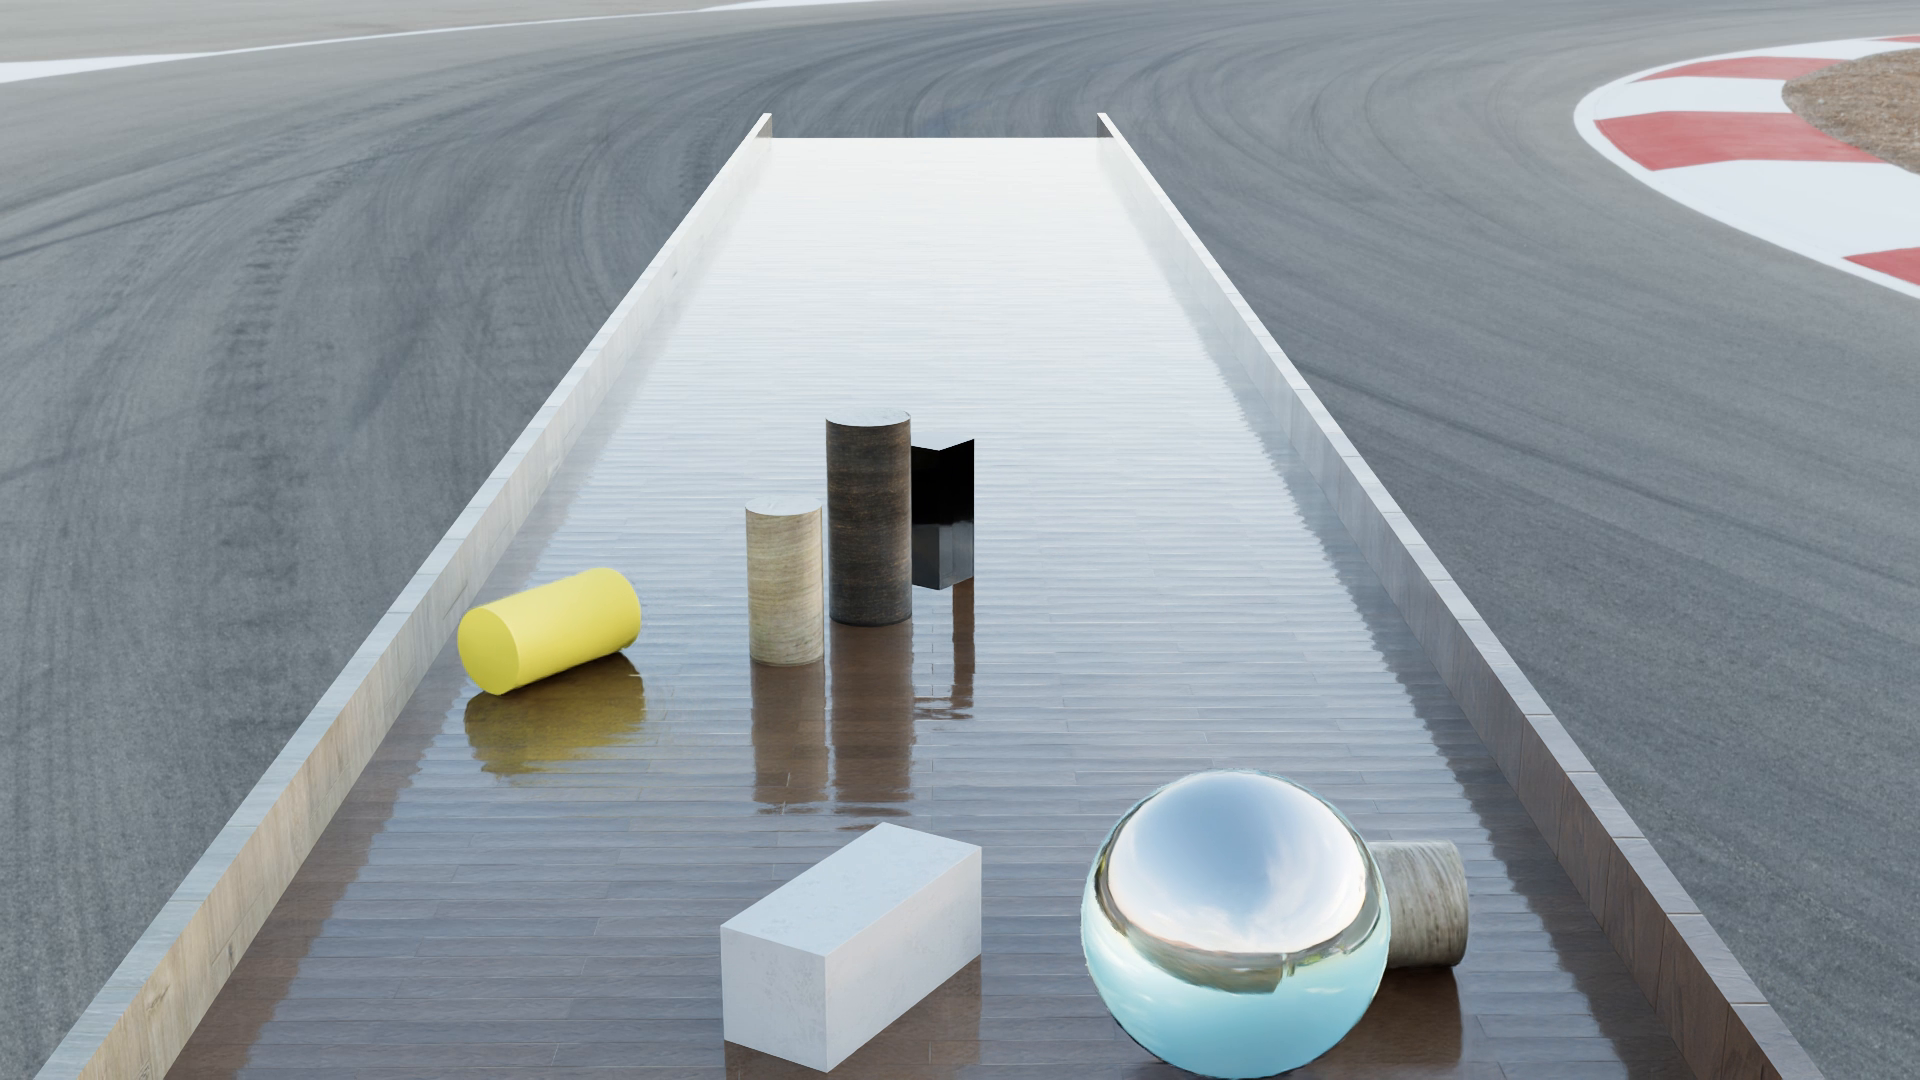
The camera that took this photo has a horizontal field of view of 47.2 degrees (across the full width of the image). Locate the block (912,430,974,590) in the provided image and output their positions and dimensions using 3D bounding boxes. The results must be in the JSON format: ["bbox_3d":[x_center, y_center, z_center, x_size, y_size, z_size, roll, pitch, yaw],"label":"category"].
[{"bbox_3d":[-0.060,-0.067,4.893,0.132,0.319,0.132,12,20,34],"label":"block"}]

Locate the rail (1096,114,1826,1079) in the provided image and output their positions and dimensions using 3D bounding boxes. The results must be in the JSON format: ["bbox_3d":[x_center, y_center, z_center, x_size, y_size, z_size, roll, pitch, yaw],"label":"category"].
[{"bbox_3d":[0.932,-0.844,7.801,0.050,0.150,12.000,0,17,-1],"label":"rail"}]

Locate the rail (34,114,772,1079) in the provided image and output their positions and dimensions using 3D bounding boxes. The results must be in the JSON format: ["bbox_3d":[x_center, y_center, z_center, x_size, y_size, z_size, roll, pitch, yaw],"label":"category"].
[{"bbox_3d":[-1.118,-0.838,7.780,0.050,0.150,12.000,0,17,-1],"label":"rail"}]

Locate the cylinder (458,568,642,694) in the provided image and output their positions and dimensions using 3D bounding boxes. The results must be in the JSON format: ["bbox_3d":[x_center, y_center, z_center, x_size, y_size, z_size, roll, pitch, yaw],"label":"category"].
[{"bbox_3d":[-0.805,0.176,4.333,0.172,0.172,0.326,12,20,35],"label":"cylinder"}]

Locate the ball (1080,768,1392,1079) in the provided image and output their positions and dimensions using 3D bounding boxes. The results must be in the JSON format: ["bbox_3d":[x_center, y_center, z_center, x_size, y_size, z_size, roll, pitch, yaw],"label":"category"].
[{"bbox_3d":[0.356,0.498,2.854,0.399,0.399,0.399,0,17,0],"label":"ball"}]

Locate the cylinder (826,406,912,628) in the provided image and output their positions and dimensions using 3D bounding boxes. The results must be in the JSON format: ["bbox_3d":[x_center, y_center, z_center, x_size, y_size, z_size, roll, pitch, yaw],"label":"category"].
[{"bbox_3d":[-0.191,-0.050,4.634,0.178,0.433,0.178,0,17,0],"label":"cylinder"}]

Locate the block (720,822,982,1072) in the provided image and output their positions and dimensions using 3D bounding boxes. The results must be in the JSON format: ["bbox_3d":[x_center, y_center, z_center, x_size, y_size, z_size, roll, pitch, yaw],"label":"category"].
[{"bbox_3d":[-0.144,0.557,3.060,0.168,0.168,0.395,10,19,30],"label":"block"}]

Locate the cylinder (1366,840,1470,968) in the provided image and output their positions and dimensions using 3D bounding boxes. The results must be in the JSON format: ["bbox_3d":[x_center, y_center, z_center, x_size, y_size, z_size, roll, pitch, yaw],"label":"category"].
[{"bbox_3d":[0.523,0.524,3.152,0.367,0.178,0.178,-1,17,-3],"label":"cylinder"}]

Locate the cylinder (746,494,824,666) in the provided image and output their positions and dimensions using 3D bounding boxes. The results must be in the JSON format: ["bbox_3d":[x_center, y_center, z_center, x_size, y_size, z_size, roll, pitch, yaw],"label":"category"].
[{"bbox_3d":[-0.350,0.080,4.408,0.152,0.313,0.152,0,17,0],"label":"cylinder"}]
